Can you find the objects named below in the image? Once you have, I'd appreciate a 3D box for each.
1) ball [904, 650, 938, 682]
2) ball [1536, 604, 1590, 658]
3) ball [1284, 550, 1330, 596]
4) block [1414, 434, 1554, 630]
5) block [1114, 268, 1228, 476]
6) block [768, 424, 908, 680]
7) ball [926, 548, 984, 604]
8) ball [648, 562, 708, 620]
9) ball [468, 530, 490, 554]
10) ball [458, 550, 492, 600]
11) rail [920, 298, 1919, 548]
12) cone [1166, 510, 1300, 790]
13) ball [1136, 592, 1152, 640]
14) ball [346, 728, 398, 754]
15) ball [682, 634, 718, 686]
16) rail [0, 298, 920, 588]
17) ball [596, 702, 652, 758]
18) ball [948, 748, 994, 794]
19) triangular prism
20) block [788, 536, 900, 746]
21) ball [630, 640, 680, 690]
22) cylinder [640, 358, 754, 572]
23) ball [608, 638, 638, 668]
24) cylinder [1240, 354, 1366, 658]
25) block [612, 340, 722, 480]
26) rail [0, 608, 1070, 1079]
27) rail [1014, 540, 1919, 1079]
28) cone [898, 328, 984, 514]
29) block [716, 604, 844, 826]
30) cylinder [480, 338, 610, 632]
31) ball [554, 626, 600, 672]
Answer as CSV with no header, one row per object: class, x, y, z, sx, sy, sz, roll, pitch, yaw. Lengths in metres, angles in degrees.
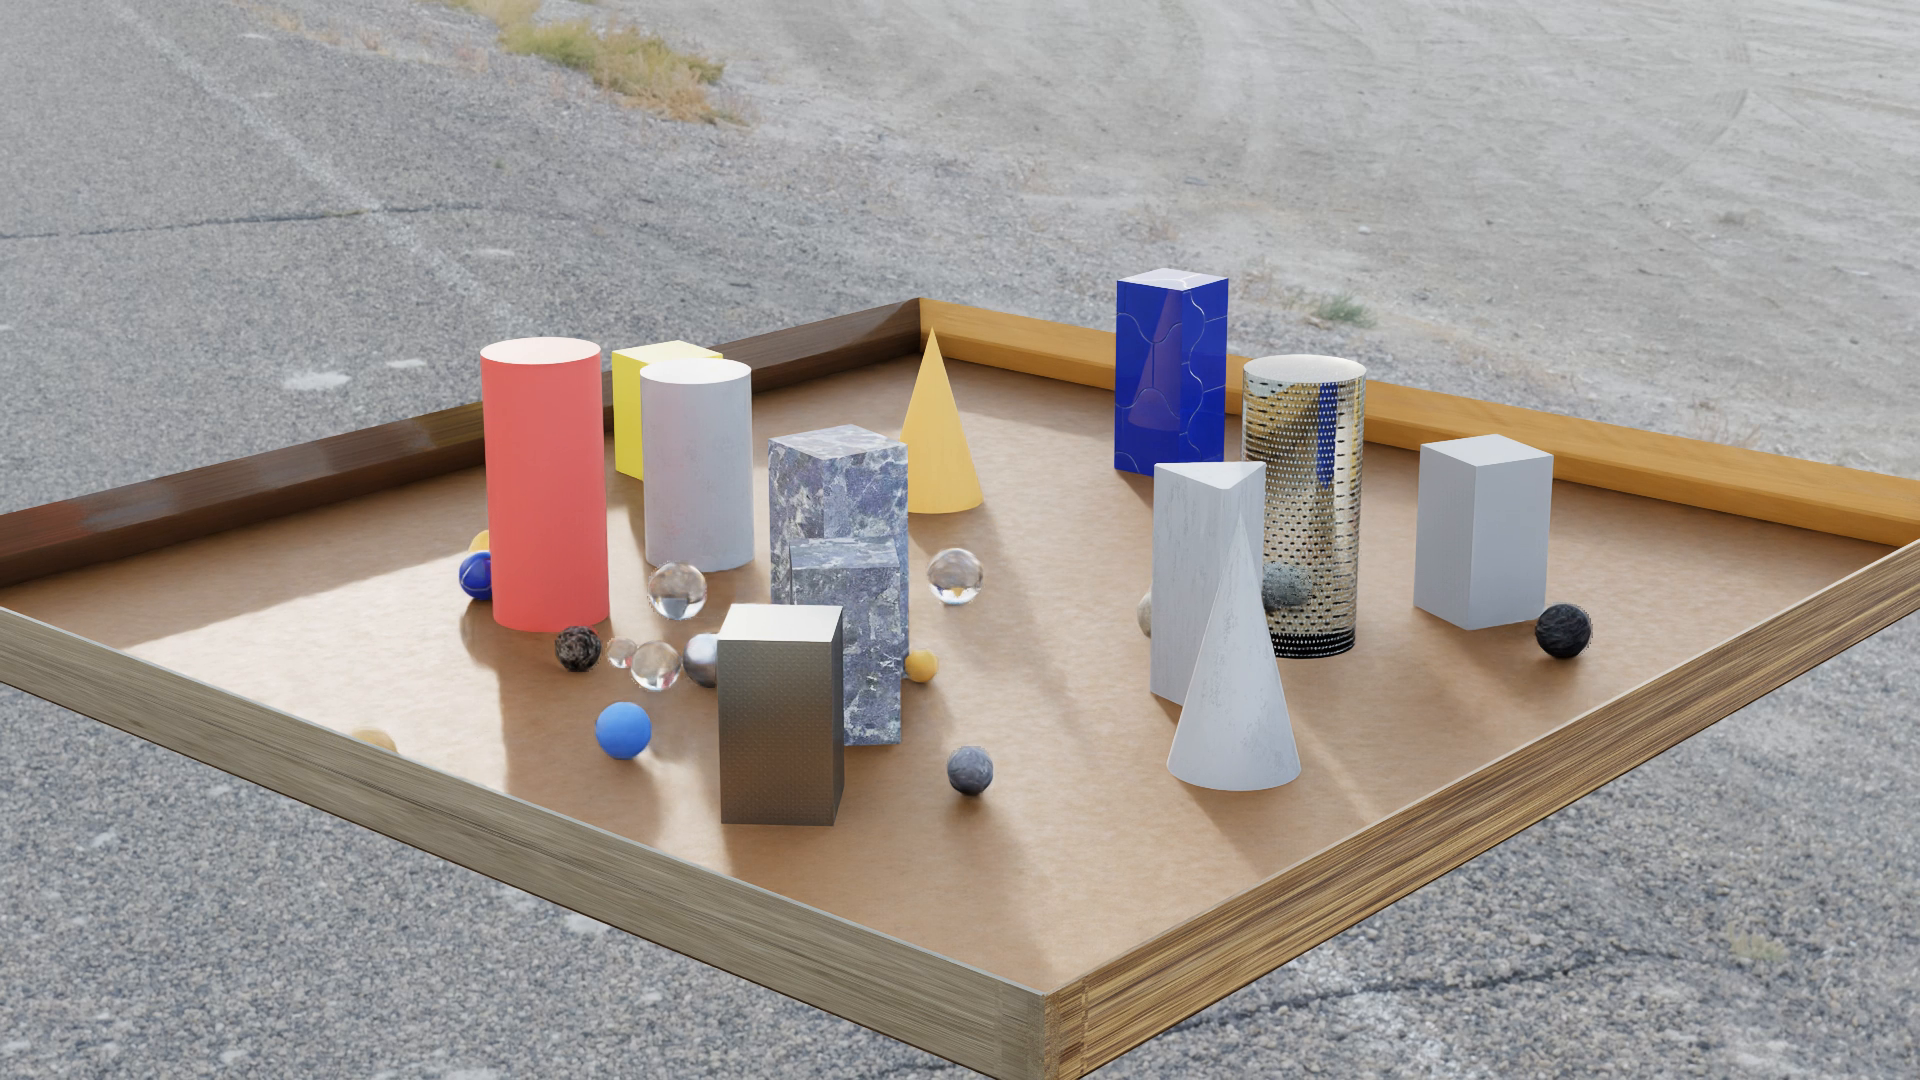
ball,-0.062,0.201,4.694,0.053,0.053,0.053,0,17,0
ball,0.988,0.149,4.804,0.089,0.089,0.089,0,17,0
ball,0.607,0.059,5.119,0.081,0.081,0.081,0,17,0
block,0.892,-0.015,5.006,0.159,0.288,0.159,-8,19,-25
block,0.423,-0.334,5.890,0.159,0.388,0.159,13,21,37
block,-0.193,0.030,4.681,0.159,0.388,0.159,-12,20,-34
ball,-0.008,0.063,5.077,0.098,0.098,0.098,0,17,0
ball,-0.480,0.086,4.996,0.099,0.099,0.099,0,17,0
ball,-0.828,0.025,5.215,0.091,0.091,0.091,0,17,0
ball,-0.829,0.061,5.103,0.086,0.086,0.086,0,17,0
rail,0.873,-0.258,6.083,2.608,0.129,0.045,14,22,39
cone,0.406,0.146,4.287,0.199,0.395,0.199,0,17,0
ball,0.339,0.126,4.880,0.091,0.091,0.091,0,17,0
ball,-0.859,0.317,4.246,0.091,0.091,0.091,0,17,0
ball,-0.402,0.191,4.675,0.084,0.084,0.084,0,17,0
rail,-0.967,-0.210,5.924,0.045,0.129,2.711,14,22,39
ball,-0.501,0.283,4.368,0.084,0.084,0.084,0,17,0
ball,0.015,0.333,4.231,0.068,0.068,0.068,0,17,0
triangular prism,0.413,0.069,4.581,0.149,0.372,0.172,-11,20,-33
block,-0.176,0.153,4.460,0.159,0.280,0.159,-1,17,-5
ball,-0.483,0.199,4.657,0.079,0.079,0.079,0,17,0
cylinder,-0.474,-0.137,5.306,0.199,0.348,0.199,0,17,0
ball,-0.547,0.183,4.760,0.049,0.049,0.049,0,17,0
cylinder,0.561,-0.056,4.835,0.199,0.465,0.199,0,17,0
block,-0.584,-0.255,5.875,0.159,0.246,0.159,-13,21,-37
rail,-0.873,0.322,4.157,2.608,0.129,0.045,14,22,39
rail,0.967,0.274,4.316,0.045,0.129,2.711,14,22,39
cone,-0.053,-0.245,5.669,0.199,0.345,0.199,0,17,0
block,-0.252,0.247,4.160,0.159,0.274,0.159,1,17,3
cylinder,-0.701,-0.095,4.968,0.199,0.463,0.199,0,17,0
ball,-0.618,0.175,4.745,0.074,0.074,0.074,0,17,0
